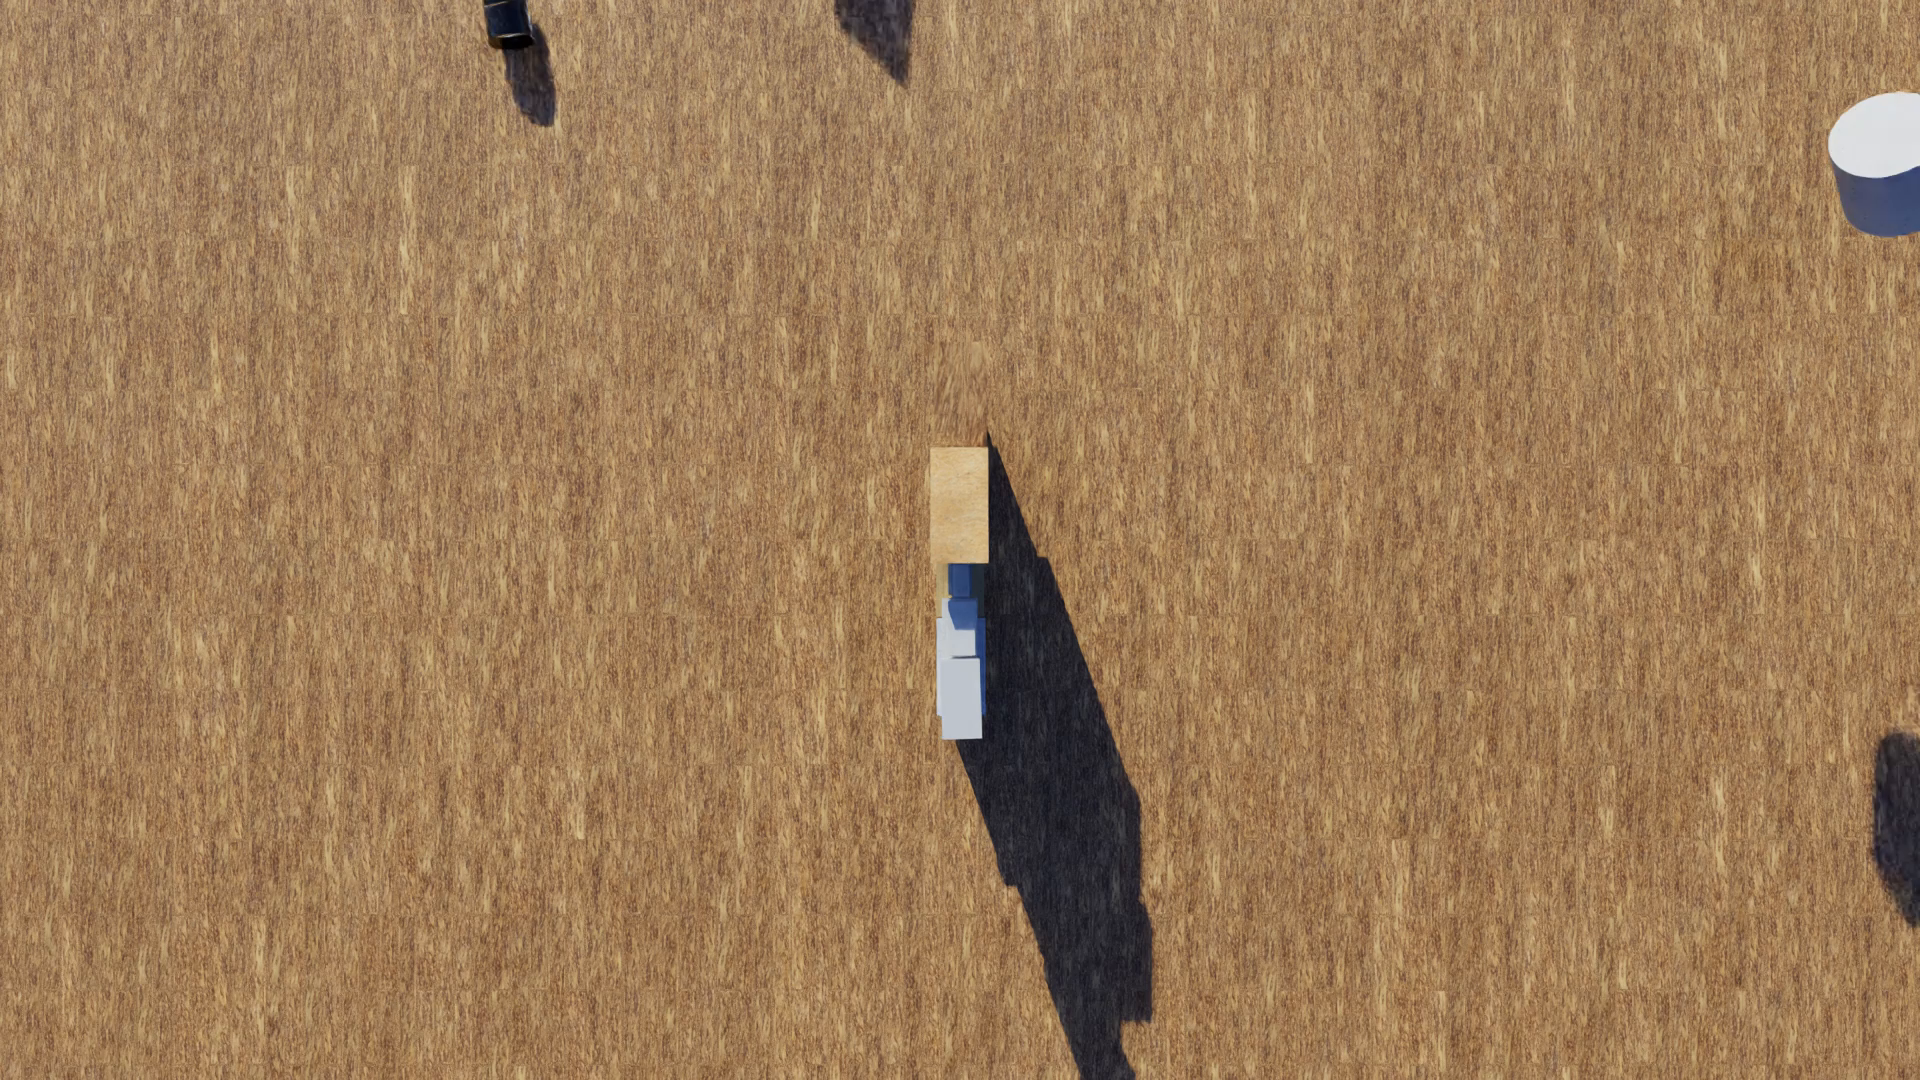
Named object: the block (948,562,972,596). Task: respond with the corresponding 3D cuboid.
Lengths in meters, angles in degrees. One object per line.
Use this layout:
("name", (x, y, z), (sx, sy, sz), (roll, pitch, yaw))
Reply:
("block", (0.001, 0.094, 5.002), (0.072, 0.021, 0.145), (0, 89, 0))

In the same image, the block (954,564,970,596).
("block", (0.004, 0.120, 4.889), (0.048, 0.014, 0.095), (0, 89, 0))

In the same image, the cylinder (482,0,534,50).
("cylinder", (-1.487, -1.708, 5.425), (0.145, 0.145, 0.145), (-10, 88, 0))

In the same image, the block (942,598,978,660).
("block", (-0.001, 0.280, 4.924), (0.107, 0.030, 0.213), (0, 90, 0))

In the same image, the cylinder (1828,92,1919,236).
("cylinder", (2.472, -0.992, 4.372), (0.268, 0.268, 0.268), (-18, 55, 27))

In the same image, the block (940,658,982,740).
("block", (0.003, 0.450, 4.669), (0.112, 0.032, 0.224), (-2, 90, 0))

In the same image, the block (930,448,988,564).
("block", (-0.002, -0.098, 4.645), (0.162, 0.046, 0.324), (0, 90, 0))

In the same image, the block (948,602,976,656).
("block", (0.005, 0.254, 4.742), (0.078, 0.022, 0.156), (0, 90, 0))

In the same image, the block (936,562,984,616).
("block", (0.001, 0.089, 5.179), (0.150, 0.042, 0.300), (0, 90, 0))

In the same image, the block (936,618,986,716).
("block", (0.004, 0.396, 5.174), (0.152, 0.043, 0.304), (0, 90, 0))

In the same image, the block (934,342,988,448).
("block", (0.001, -0.411, 4.699), (0.151, 0.043, 0.302), (0, 90, 0))
